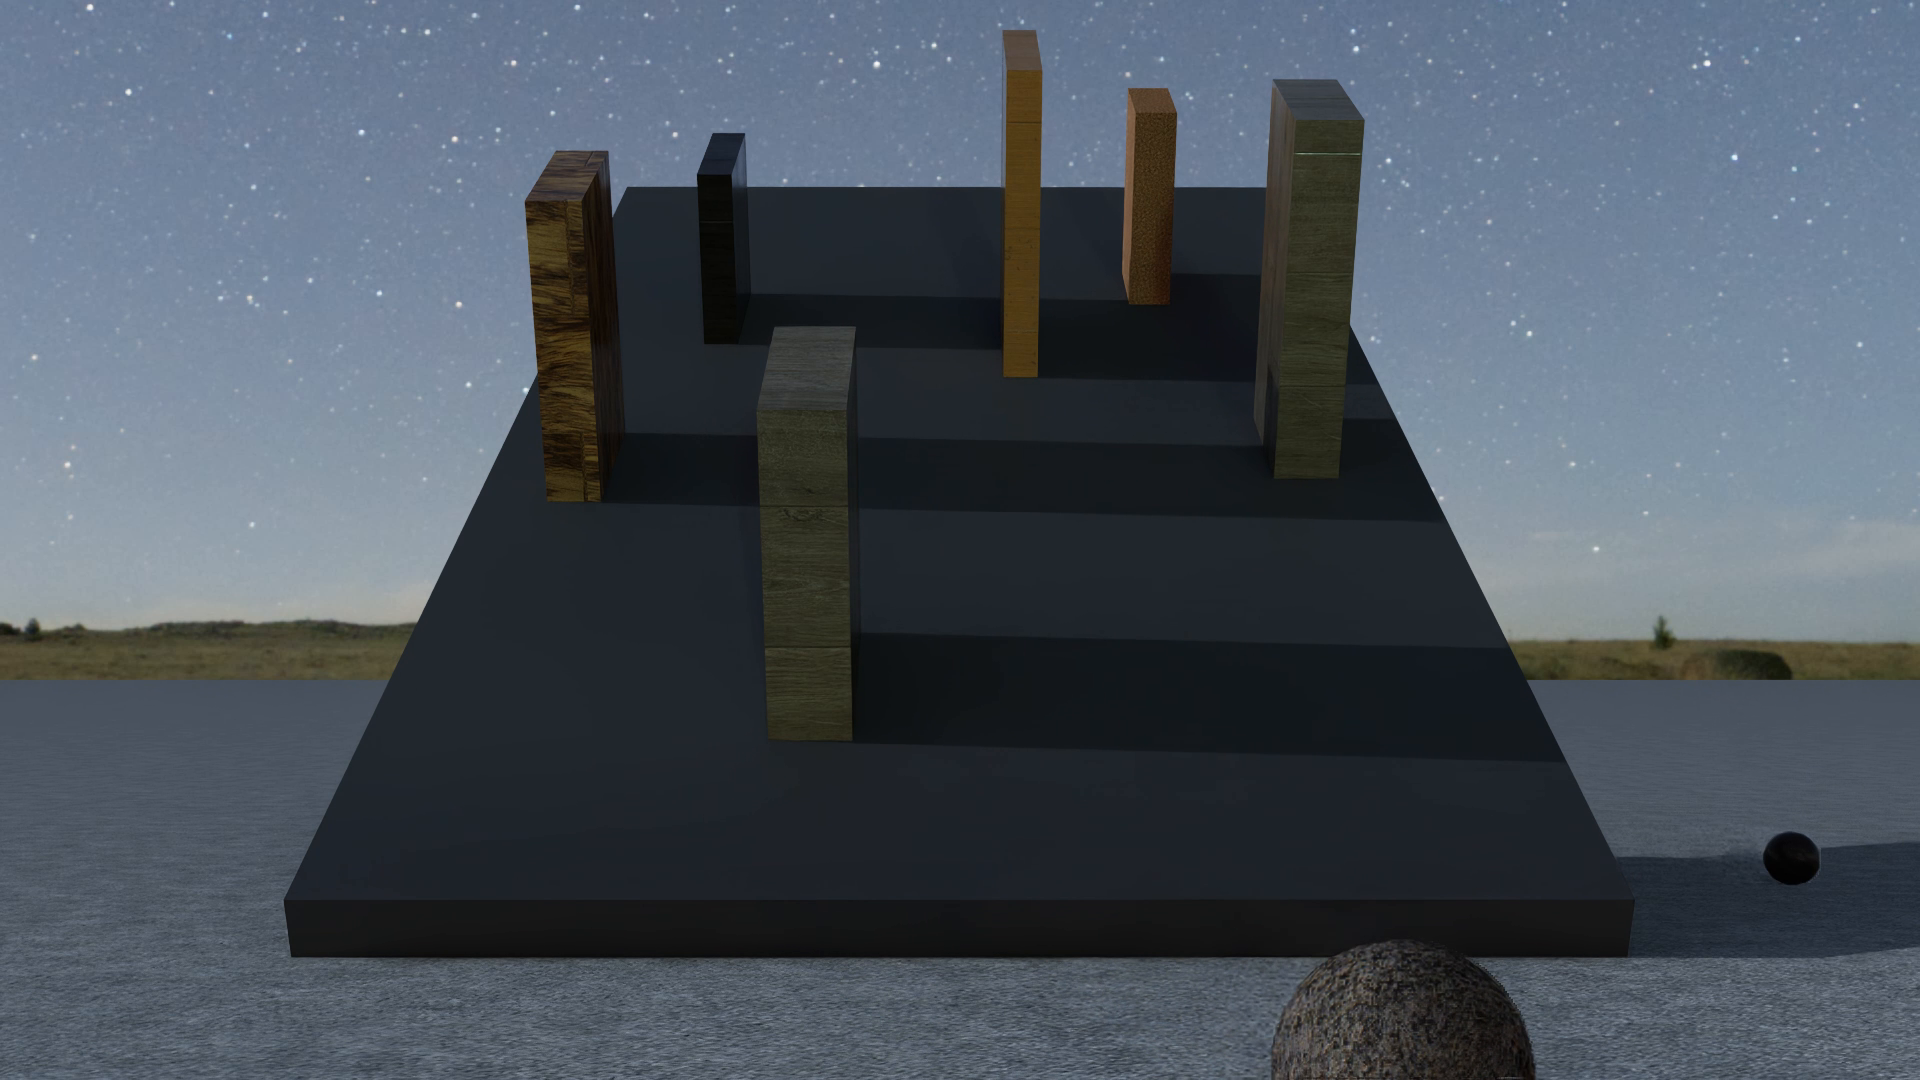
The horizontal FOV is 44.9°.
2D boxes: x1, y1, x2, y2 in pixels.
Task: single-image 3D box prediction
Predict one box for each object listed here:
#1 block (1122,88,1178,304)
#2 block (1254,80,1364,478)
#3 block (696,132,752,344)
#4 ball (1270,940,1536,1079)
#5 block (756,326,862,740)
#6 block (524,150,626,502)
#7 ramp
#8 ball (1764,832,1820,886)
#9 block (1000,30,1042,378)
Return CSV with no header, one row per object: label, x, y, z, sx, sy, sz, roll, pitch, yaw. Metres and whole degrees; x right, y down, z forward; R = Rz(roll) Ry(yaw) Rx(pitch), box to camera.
block,0.492,-0.898,6.063,0.105,0.504,0.276,0,24,0
block,0.738,-0.559,4.960,0.138,0.773,0.366,0,24,0
block,-0.591,-0.763,5.845,0.083,0.429,0.410,0,24,0
ball,0.354,0.426,1.863,0.209,0.209,0.209,0,-3,0
block,-0.250,-0.017,3.953,0.141,0.589,0.411,0,24,0
block,-0.801,-0.453,4.876,0.111,0.641,0.397,0,24,0
ramp,-0.008,-0.228,5.287,2.000,0.100,4.000,0,24,0
ball,1.670,0.639,4.664,0.108,0.108,0.108,0,-3,0
block,0.144,-0.813,5.584,0.081,0.733,0.449,0,24,0
